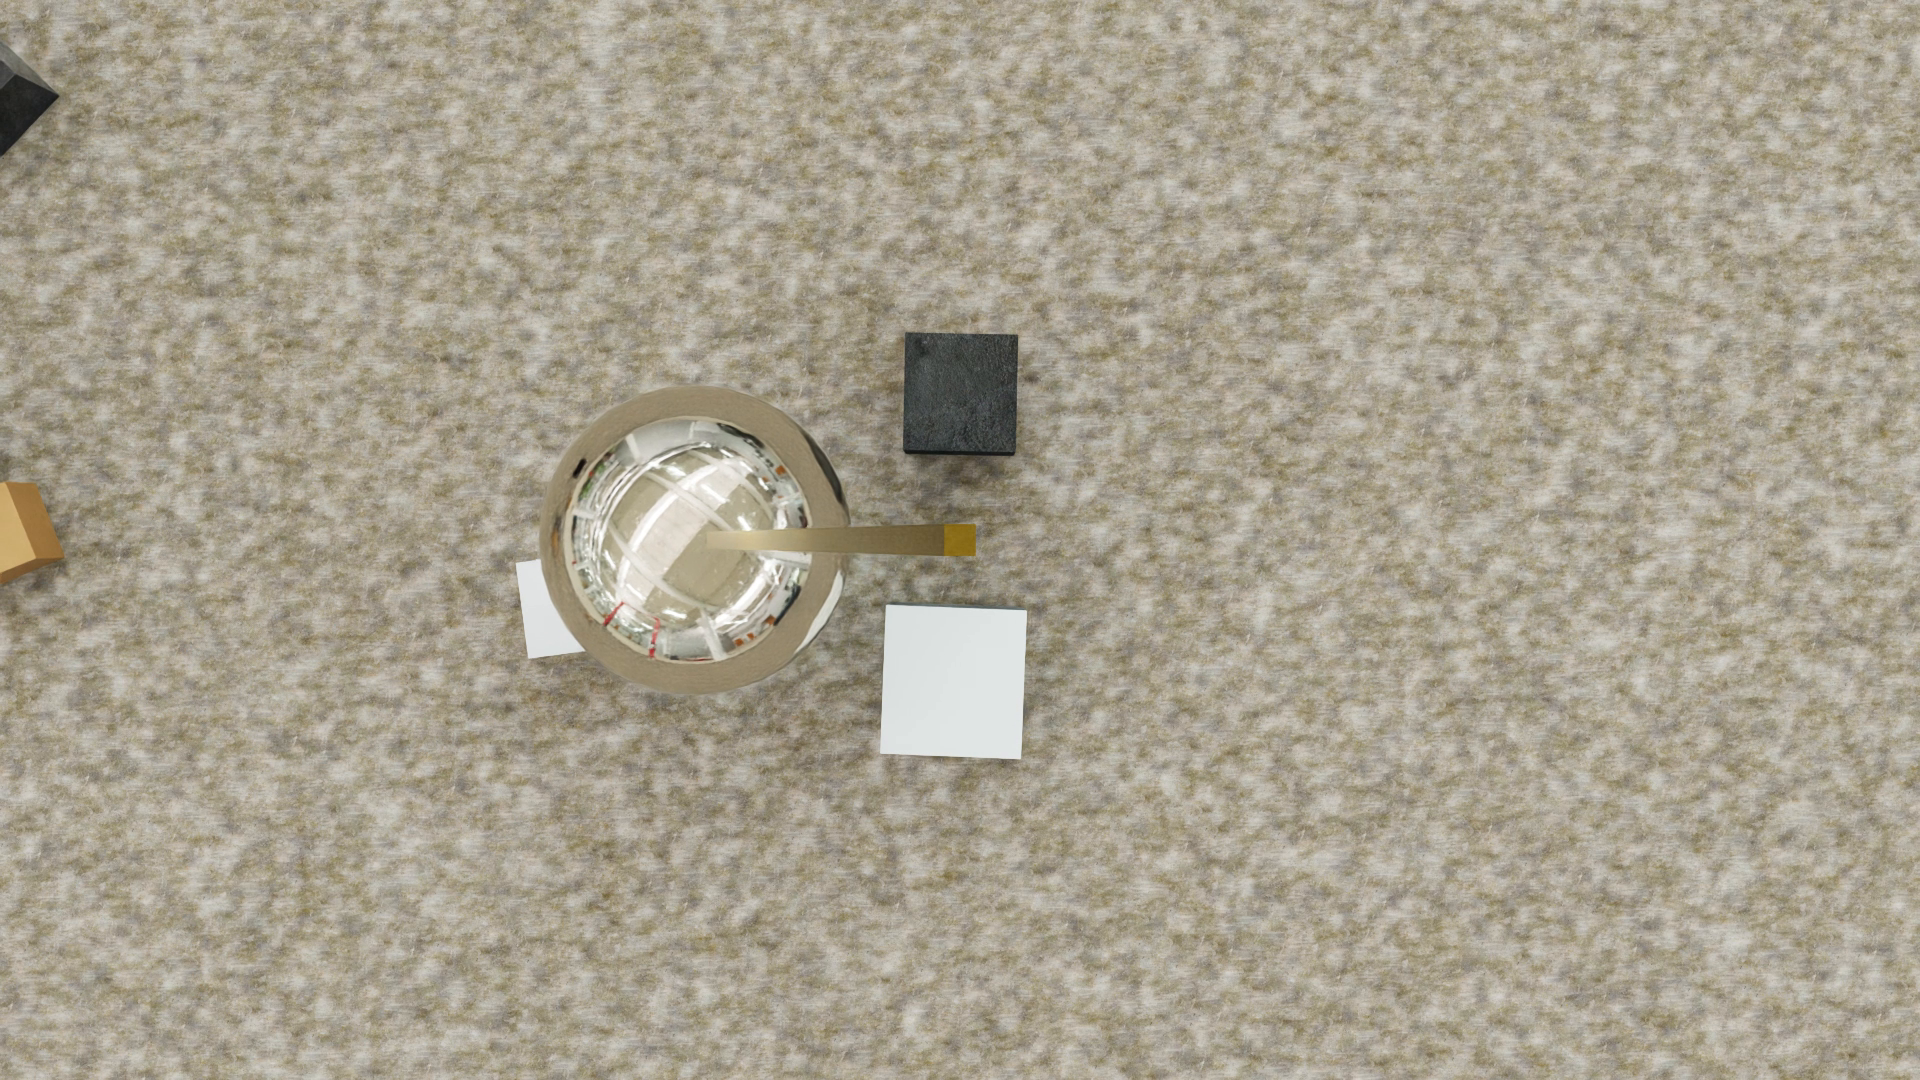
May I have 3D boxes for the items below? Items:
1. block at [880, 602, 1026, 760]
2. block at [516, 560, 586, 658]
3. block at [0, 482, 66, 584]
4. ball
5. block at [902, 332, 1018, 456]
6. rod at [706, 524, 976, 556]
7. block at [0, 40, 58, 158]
[{"bbox_3d":[-0.036,0.796,12.661,0.790,0.678,0.832,2,90,0],"label":"block"},{"bbox_3d":[-2.231,0.367,12.715,0.493,0.570,0.545,-8,90,0],"label":"block"},{"bbox_3d":[-5.595,-0.026,12.792,0.472,0.416,0.474,-22,90,0],"label":"block"},{"bbox_3d":[-1.353,0.000,11.308,1.600,1.600,1.600,0,90,0],"label":"ball"},{"bbox_3d":[0.003,-0.834,12.702,0.637,0.597,0.663,1,90,0],"label":"block"},{"bbox_3d":[-0.586,0.000,7.996,0.080,5.200,0.080,0,90,-13],"label":"rod"},{"bbox_3d":[-5.754,-2.574,12.695,0.552,0.609,0.674,44,90,0],"label":"block"}]
